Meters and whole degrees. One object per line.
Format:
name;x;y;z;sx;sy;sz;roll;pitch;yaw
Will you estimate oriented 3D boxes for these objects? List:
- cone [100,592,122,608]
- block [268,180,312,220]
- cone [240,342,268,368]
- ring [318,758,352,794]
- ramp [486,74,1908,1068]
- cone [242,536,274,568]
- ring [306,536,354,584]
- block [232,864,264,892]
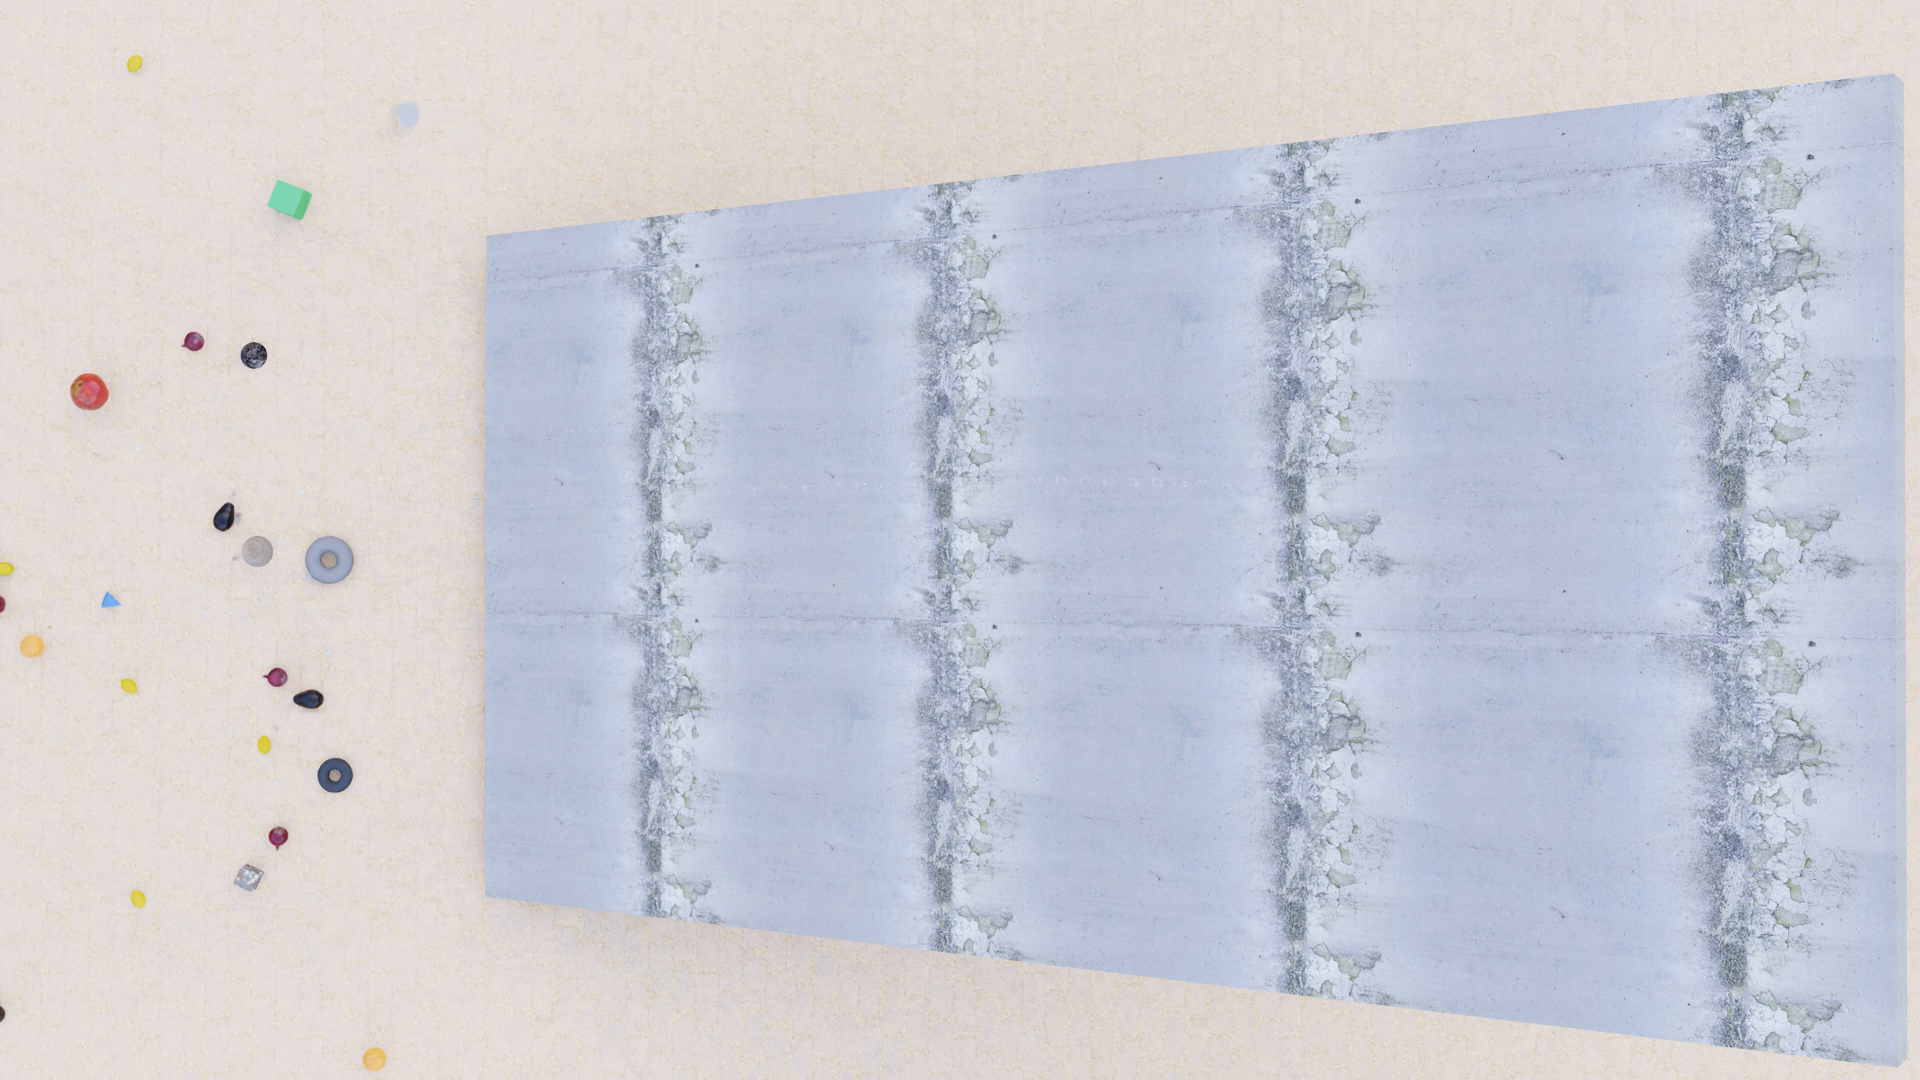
cone;-2.591;0.191;6.727;0.054;0.054;0.054;22;90;-26
block;-2.044;-1.037;6.706;0.087;0.087;0.087;22;90;0
cone;-2.166;-0.567;6.704;0.083;0.083;0.083;0;90;0
ring;-1.909;0.719;6.717;0.108;0.036;0.108;0;88;0
ramp;0.251;0.069;5.581;4.000;0.100;2.000;0;89;34
cone;-2.153;0.035;6.692;0.096;0.096;0.096;0;90;0
ring;-1.926;0.061;6.716;0.146;0.049;0.146;0;91;-1
block;-2.168;1.029;6.703;0.058;0.058;0.058;27;90;0
